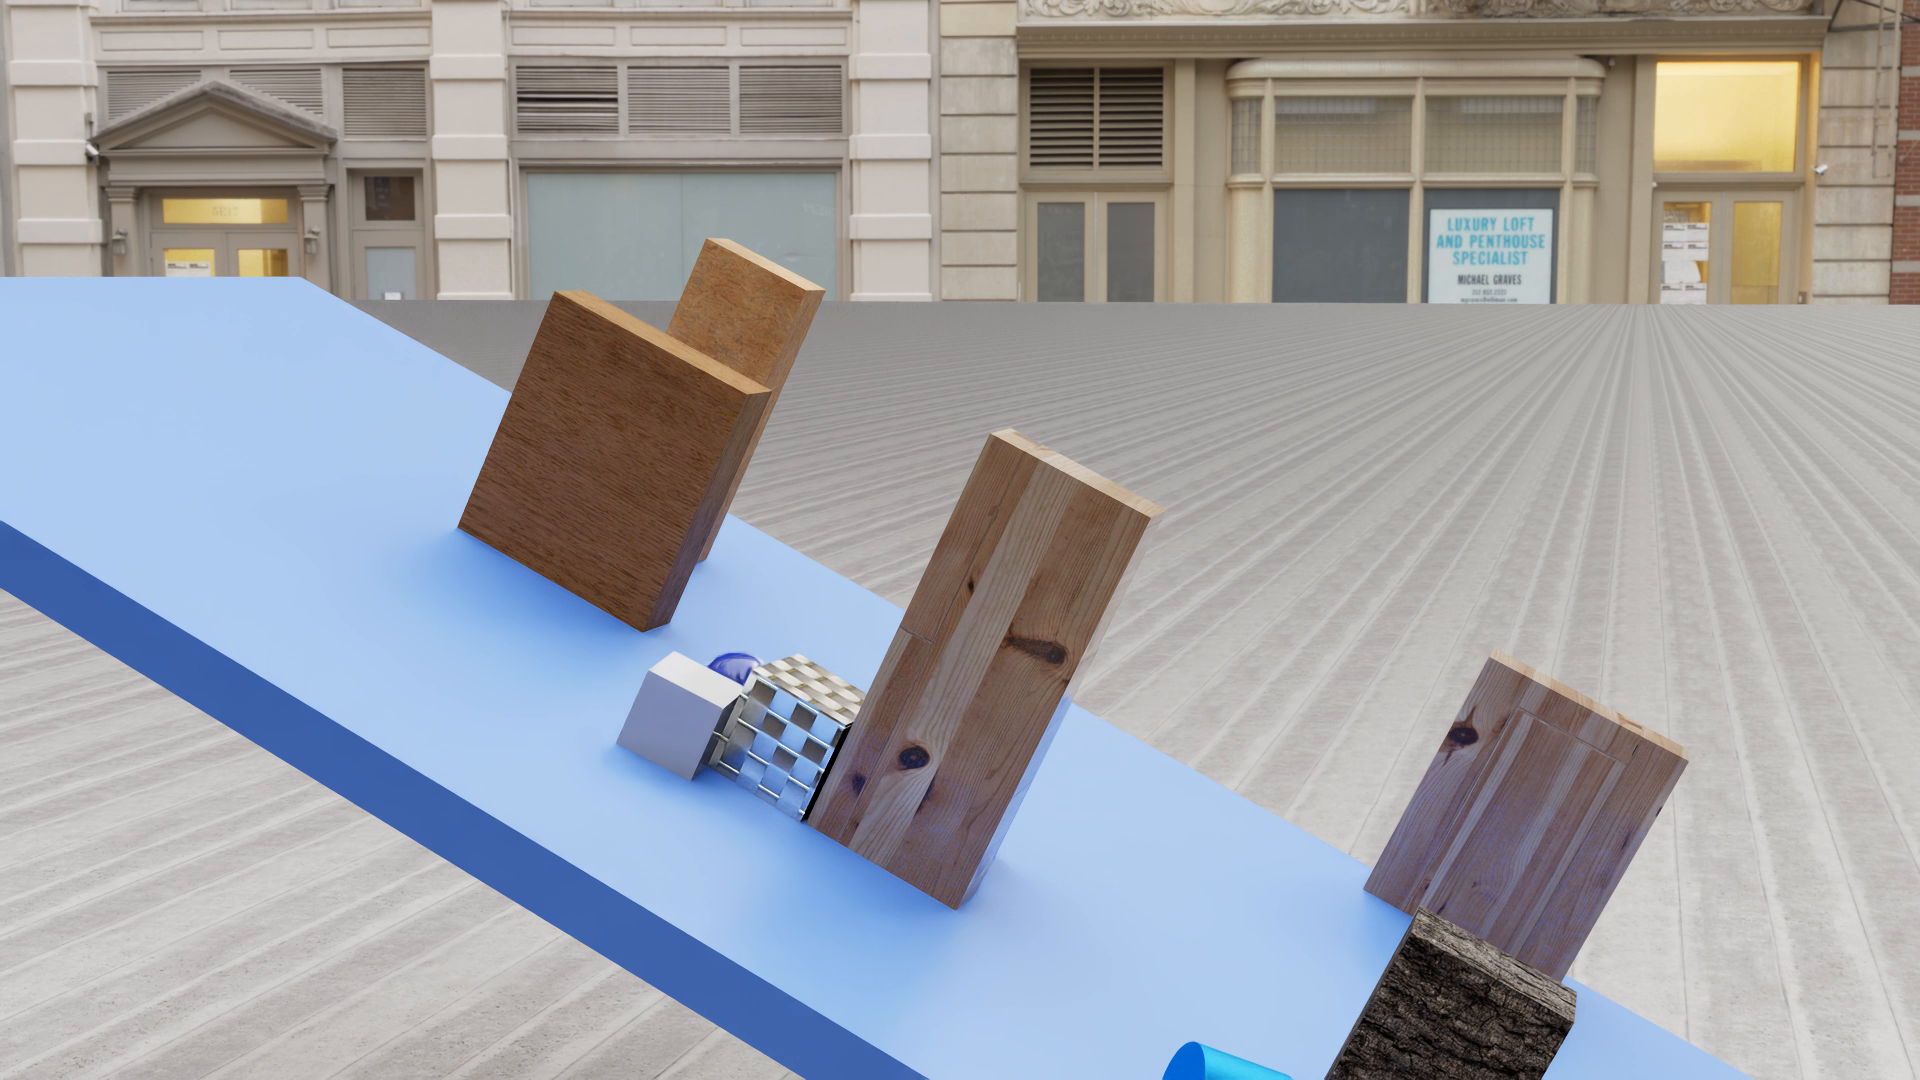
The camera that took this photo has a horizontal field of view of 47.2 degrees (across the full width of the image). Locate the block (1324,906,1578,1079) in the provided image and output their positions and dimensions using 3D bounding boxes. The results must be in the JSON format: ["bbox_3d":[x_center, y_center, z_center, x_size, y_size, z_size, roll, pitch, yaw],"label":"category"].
[{"bbox_3d":[0.648,0.800,3.128,0.245,0.479,0.135,28,14,12],"label":"block"}]

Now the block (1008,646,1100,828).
[{"bbox_3d":[0.023,0.324,3.895,0.266,0.434,0.120,28,14,12],"label":"block"}]

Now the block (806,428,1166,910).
[{"bbox_3d":[0.039,0.216,3.668,0.296,0.744,0.123,28,14,12],"label":"block"}]

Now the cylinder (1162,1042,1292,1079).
[{"bbox_3d":[0.390,0.836,3.229,0.155,0.155,0.155,22,2,-13],"label":"cylinder"}]

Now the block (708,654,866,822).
[{"bbox_3d":[-0.279,0.340,3.814,0.193,0.193,0.193,29,14,15],"label":"block"}]

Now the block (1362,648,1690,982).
[{"bbox_3d":[1.195,0.594,4.666,0.448,0.576,0.123,28,14,12],"label":"block"}]

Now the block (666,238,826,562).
[{"bbox_3d":[-0.546,-0.297,4.736,0.249,0.656,0.117,28,14,12],"label":"block"}]

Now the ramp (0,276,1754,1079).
[{"bbox_3d":[-0.252,0.426,4.164,4.000,0.100,2.000,28,14,12],"label":"ramp"}]

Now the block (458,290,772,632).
[{"bbox_3d":[-0.675,-0.156,4.282,0.439,0.514,0.127,28,14,12],"label":"block"}]

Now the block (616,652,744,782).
[{"bbox_3d":[-0.472,0.298,3.736,0.142,0.142,0.142,27,14,5],"label":"block"}]

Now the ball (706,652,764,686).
[{"bbox_3d":[-0.401,0.274,3.947,0.144,0.144,0.144,0,7,0],"label":"ball"}]
